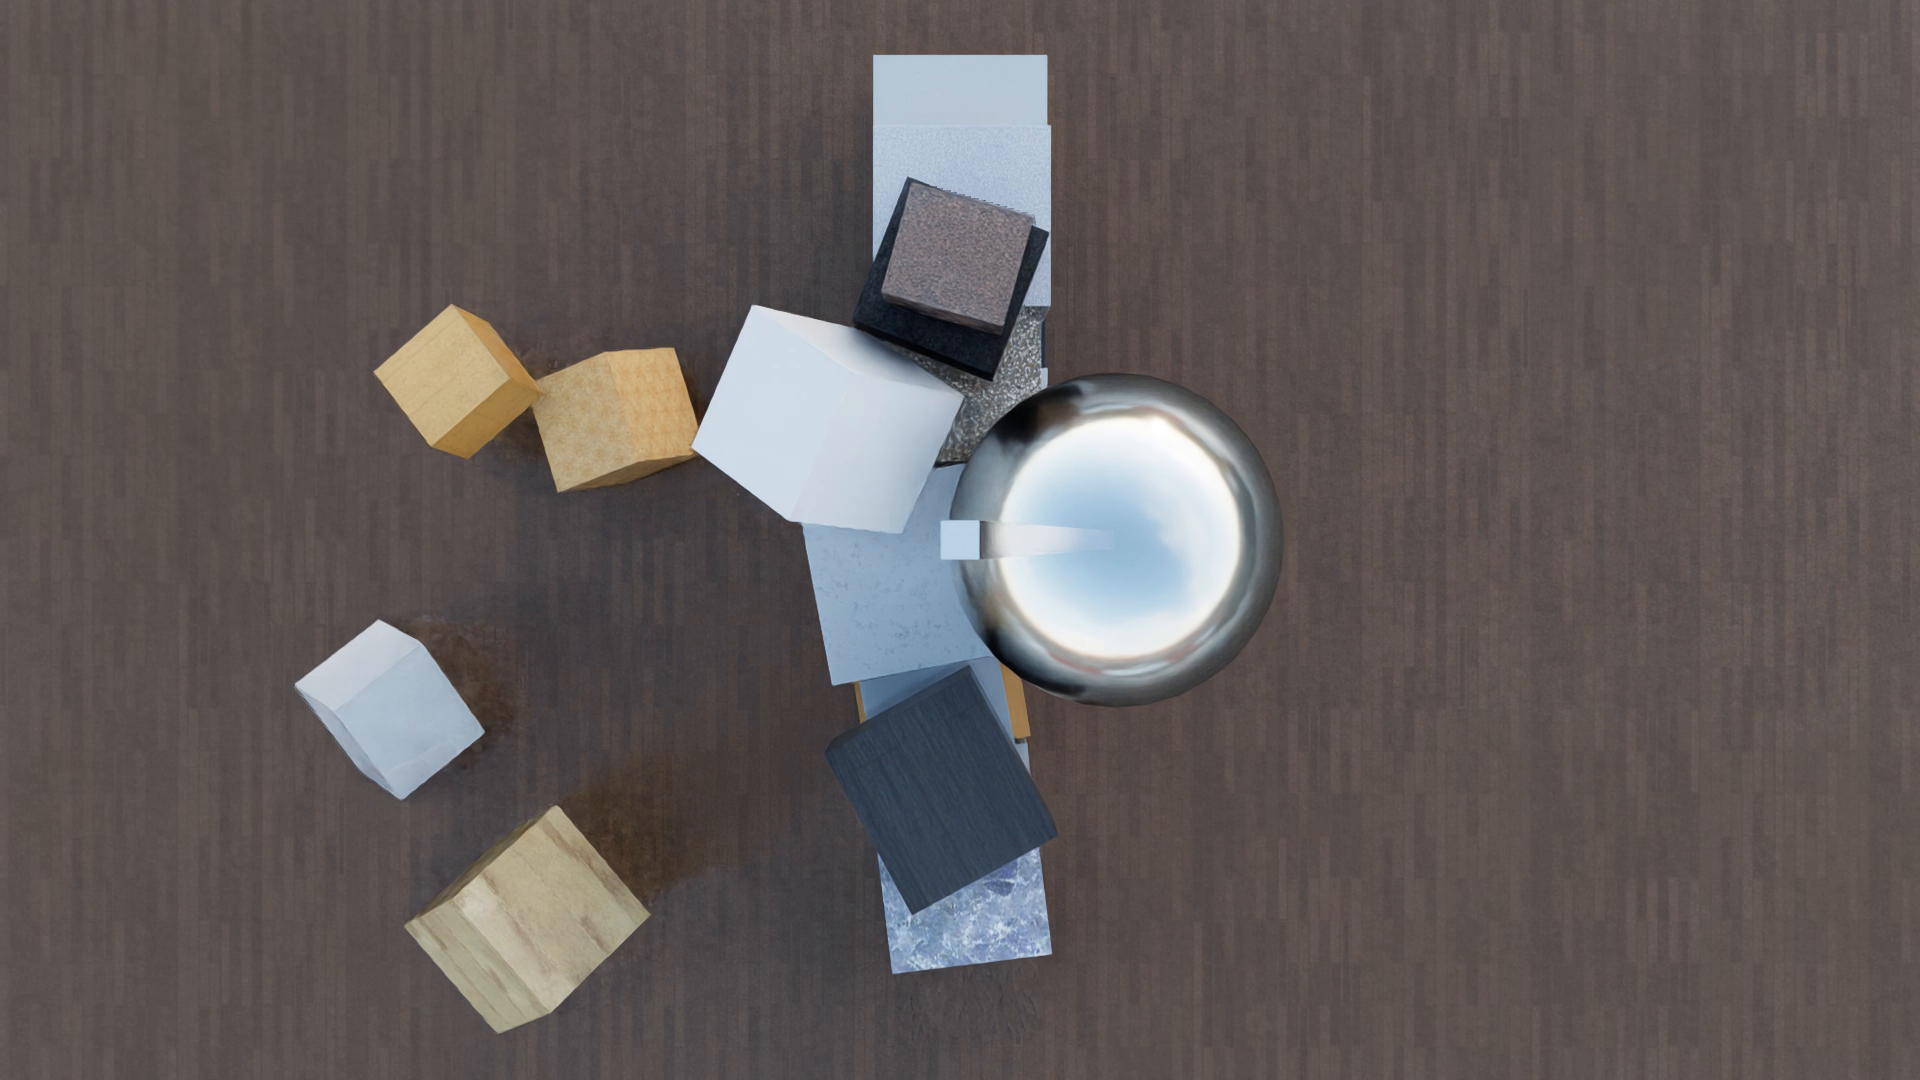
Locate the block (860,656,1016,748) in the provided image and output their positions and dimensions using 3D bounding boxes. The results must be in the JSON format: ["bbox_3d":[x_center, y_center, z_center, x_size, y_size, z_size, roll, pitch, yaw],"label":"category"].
[{"bbox_3d":[-0.098,0.989,11.602,0.727,0.614,0.673,-11,90,0],"label":"block"}]

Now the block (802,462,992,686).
[{"bbox_3d":[-0.267,0.172,11.488,0.949,0.840,0.976,-11,89,0],"label":"block"}]

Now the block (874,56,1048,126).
[{"bbox_3d":[0.002,-2.228,12.549,0.956,0.901,0.880,0,90,0],"label":"block"}]

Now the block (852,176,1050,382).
[{"bbox_3d":[-0.045,-1.276,10.891,0.736,0.624,0.736,21,91,0],"label":"block"}]

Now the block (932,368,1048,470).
[{"bbox_3d":[0.014,-0.449,12.506,0.932,0.988,0.979,0,90,0],"label":"block"}]

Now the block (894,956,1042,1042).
[{"bbox_3d":[0.026,2.321,12.549,0.795,0.903,0.819,-4,90,0],"label":"block"}]

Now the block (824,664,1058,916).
[{"bbox_3d":[-0.090,1.222,10.926,0.801,0.739,0.886,-29,90,0],"label":"block"}]

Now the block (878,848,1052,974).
[{"bbox_3d":[0.012,1.763,11.695,0.828,0.748,0.843,-7,90,0],"label":"block"}]

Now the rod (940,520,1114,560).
[{"bbox_3d":[0.319,0.000,7.105,0.080,5.200,0.080,0,90,7],"label":"rod"}]

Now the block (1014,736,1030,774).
[{"bbox_3d":[-0.017,1.529,12.535,0.855,0.930,0.744,-6,90,0],"label":"block"}]

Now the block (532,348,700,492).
[{"bbox_3d":[-1.961,-0.691,12.559,0.600,0.650,0.637,-18,88,29],"label":"block"}]

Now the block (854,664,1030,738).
[{"bbox_3d":[-0.143,0.627,12.455,0.900,1.091,1.029,-9,90,0],"label":"block"}]

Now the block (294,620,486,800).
[{"bbox_3d":[-3.230,0.955,12.466,0.599,0.668,0.671,-41,119,-22],"label":"block"}]

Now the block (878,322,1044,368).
[{"bbox_3d":[0.005,-1.360,12.592,0.931,0.817,0.836,0,90,0],"label":"block"}]

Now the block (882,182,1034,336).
[{"bbox_3d":[-0.012,-1.306,10.305,0.579,0.546,0.520,16,91,0],"label":"block"}]

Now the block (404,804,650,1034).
[{"bbox_3d":[-2.370,2.082,12.035,0.793,0.771,0.792,51,52,-6],"label":"block"}]

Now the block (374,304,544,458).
[{"bbox_3d":[-2.740,-0.862,12.056,0.565,0.501,0.536,-40,79,4],"label":"block"}]

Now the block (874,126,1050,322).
[{"bbox_3d":[0.010,-1.658,11.649,0.904,0.902,0.918,0,91,0],"label":"block"}]

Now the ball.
[{"bbox_3d":[0.737,0.000,10.479,1.600,1.600,1.600,0,90,0],"label":"ball"}]

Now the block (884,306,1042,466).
[{"bbox_3d":[0.012,-0.797,11.628,0.806,0.768,0.791,0,90,0],"label":"block"}]

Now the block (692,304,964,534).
[{"bbox_3d":[-0.636,-0.570,10.595,0.758,0.804,0.759,36,108,36],"label":"block"}]
